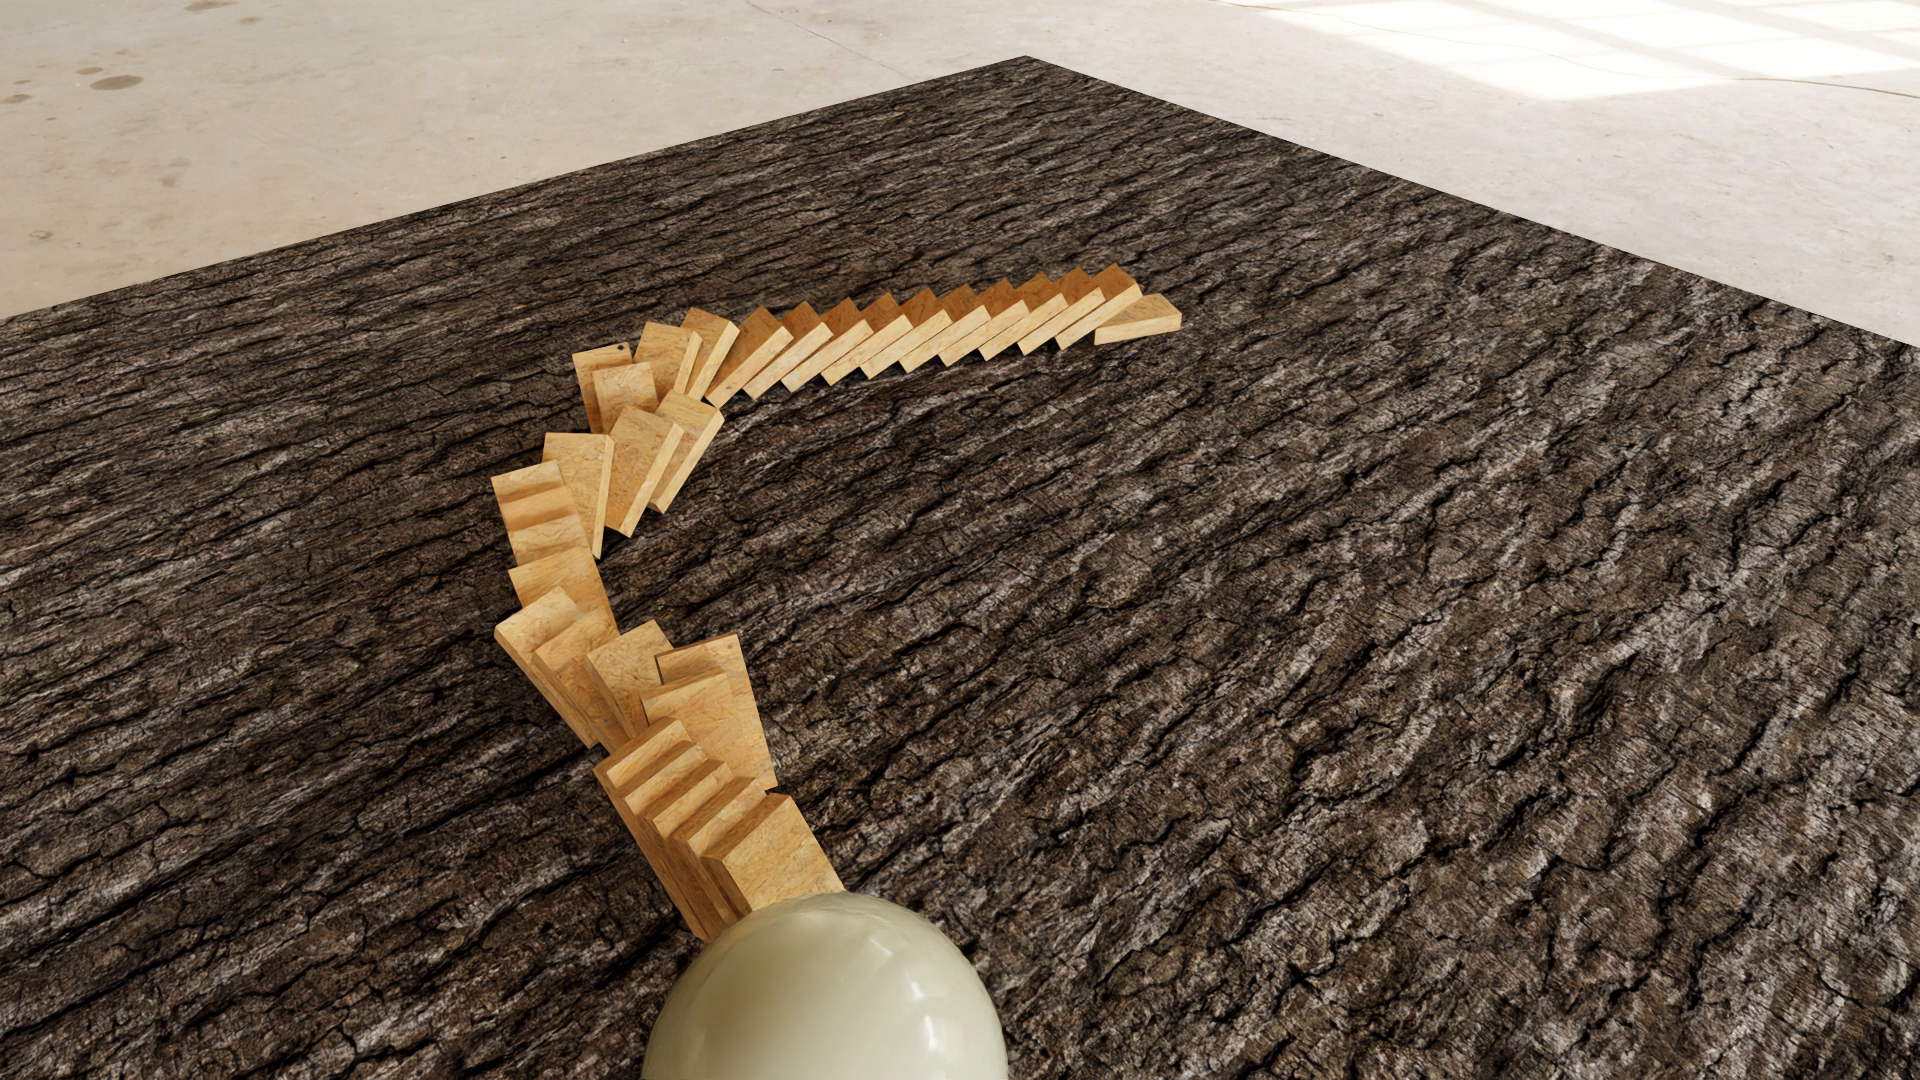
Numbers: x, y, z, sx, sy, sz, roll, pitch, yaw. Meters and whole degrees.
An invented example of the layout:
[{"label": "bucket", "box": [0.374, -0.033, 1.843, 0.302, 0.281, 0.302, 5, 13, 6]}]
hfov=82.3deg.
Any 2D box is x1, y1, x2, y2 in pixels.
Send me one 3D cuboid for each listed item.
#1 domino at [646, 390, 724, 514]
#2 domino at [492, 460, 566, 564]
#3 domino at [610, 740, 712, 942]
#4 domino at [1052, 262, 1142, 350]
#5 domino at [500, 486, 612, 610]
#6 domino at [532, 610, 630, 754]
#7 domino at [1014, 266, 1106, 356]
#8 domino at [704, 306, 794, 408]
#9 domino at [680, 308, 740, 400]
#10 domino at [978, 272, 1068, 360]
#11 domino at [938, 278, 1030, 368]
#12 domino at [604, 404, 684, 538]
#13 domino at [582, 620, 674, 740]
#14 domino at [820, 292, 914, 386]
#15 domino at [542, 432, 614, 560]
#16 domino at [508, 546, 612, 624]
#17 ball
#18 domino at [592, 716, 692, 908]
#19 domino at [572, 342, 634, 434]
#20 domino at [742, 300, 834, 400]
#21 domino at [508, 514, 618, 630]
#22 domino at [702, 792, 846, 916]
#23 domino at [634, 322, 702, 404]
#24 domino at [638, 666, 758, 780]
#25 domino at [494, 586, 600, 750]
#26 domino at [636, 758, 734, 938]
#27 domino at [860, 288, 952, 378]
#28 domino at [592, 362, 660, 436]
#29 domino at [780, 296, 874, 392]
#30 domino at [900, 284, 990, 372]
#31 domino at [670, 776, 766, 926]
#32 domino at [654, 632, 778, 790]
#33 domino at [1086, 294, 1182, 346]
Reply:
[{"label": "domino", "box": [-0.126, -0.038, 0.471, 0.025, 0.010, 0.050, 23, 70, 15]}, {"label": "domino", "box": [-0.162, -0.004, 0.428, 0.025, 0.010, 0.050, -18, 75, -16]}, {"label": "domino", "box": [-0.074, 0.085, 0.310, 0.010, 0.050, 0.025, -5, 25, 49]}, {"label": "domino", "box": [0.067, -0.122, 0.576, 0.050, 0.009, 0.025, -33, 43, 3]}, {"label": "domino", "box": [-0.152, 0.007, 0.415, 0.025, 0.010, 0.050, -19, 75, -19]}, {"label": "domino", "box": [-0.114, 0.050, 0.363, 0.050, 0.010, 0.025, 48, 53, 4]}, {"label": "domino", "box": [0.048, -0.119, 0.571, 0.050, 0.009, 0.025, -34, 43, 4]}, {"label": "domino", "box": [-0.106, -0.089, 0.532, 0.050, 0.009, 0.025, -43, 49, 0]}, {"label": "domino", "box": [-0.129, -0.084, 0.525, 0.025, 0.009, 0.050, 23, 80, 25]}, {"label": "domino", "box": [0.028, -0.115, 0.567, 0.050, 0.010, 0.025, -33, 43, 4]}, {"label": "domino", "box": [0.008, -0.111, 0.562, 0.050, 0.010, 0.025, -32, 43, 5]}, {"label": "domino", "box": [-0.138, -0.029, 0.456, 0.025, 0.010, 0.050, 21, 79, 17]}, {"label": "domino", "box": [-0.098, 0.053, 0.358, 0.025, 0.009, 0.050, -30, 80, -36]}, {"label": "domino", "box": [-0.050, -0.100, 0.548, 0.050, 0.009, 0.025, -34, 43, 4]}, {"label": "domino", "box": [-0.156, -0.018, 0.444, 0.025, 0.010, 0.050, 2, 75, 2]}, {"label": "domino", "box": [-0.137, 0.030, 0.387, 0.025, 0.009, 0.050, -21, 75, -24]}, {"label": "ball", "box": [-0.029, 0.119, 0.242, 0.080, 0.080, 0.080, 0, 39, 0]}, {"label": "domino", "box": [-0.081, 0.079, 0.317, 0.009, 0.050, 0.025, -5, 26, 49]}, {"label": "domino", "box": [-0.157, -0.063, 0.498, 0.025, 0.009, 0.050, -15, 75, -11]}, {"label": "domino", "box": [-0.088, -0.093, 0.538, 0.050, 0.009, 0.025, -39, 46, 2]}, {"label": "domino", "box": [-0.144, 0.018, 0.402, 0.025, 0.009, 0.050, -19, 75, -20]}, {"label": "domino", "box": [-0.045, 0.096, 0.296, 0.009, 0.050, 0.025, -6, 26, 46]}, {"label": "domino", "box": [-0.141, -0.075, 0.513, 0.025, 0.009, 0.050, 13, 78, 15]}, {"label": "domino", "box": [-0.077, 0.066, 0.332, 0.025, 0.050, 0.010, -18, 14, -21]}, {"label": "domino", "box": [-0.130, 0.043, 0.371, 0.050, 0.009, 0.025, 48, 54, 4]}, {"label": "domino", "box": [-0.065, 0.089, 0.305, 0.010, 0.050, 0.025, -5, 26, 49]}, {"label": "domino", "box": [-0.031, -0.104, 0.552, 0.050, 0.009, 0.025, -33, 43, 5]}, {"label": "domino", "box": [-0.145, -0.052, 0.486, 0.025, 0.009, 0.050, -13, 75, -13]}, {"label": "domino", "box": [-0.069, -0.097, 0.543, 0.050, 0.009, 0.025, -35, 44, 3]}, {"label": "domino", "box": [-0.011, -0.108, 0.557, 0.050, 0.010, 0.025, -33, 43, 4]}, {"label": "domino", "box": [-0.055, 0.092, 0.300, 0.010, 0.050, 0.025, -6, 27, 46]}, {"label": "domino", "box": [-0.077, 0.057, 0.345, 0.025, 0.050, 0.009, -16, 6, -21]}, {"label": "domino", "box": [0.090, -0.118, 0.588, 0.050, 0.010, 0.025, -13, 41, -15]}]
